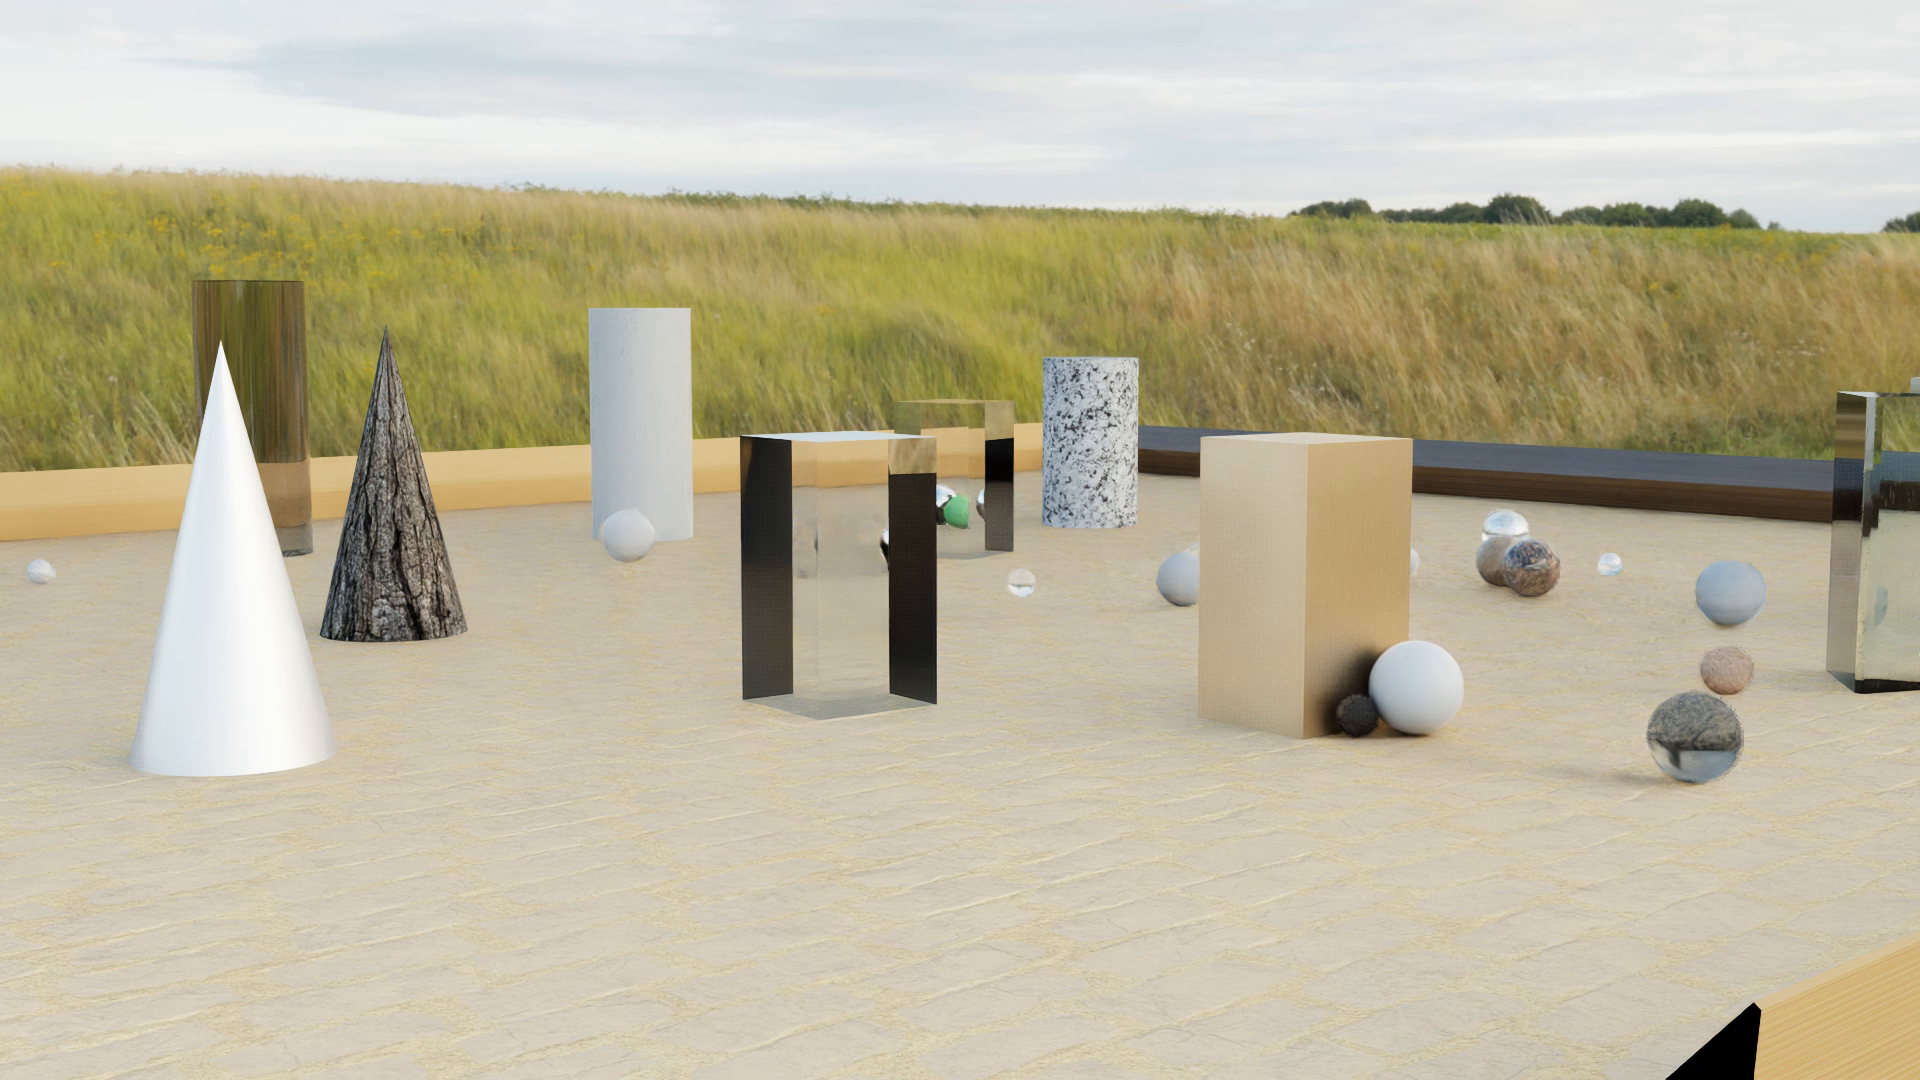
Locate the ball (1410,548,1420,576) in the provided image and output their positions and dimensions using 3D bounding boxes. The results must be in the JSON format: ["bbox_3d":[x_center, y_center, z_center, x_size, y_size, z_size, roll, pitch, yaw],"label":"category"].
[{"bbox_3d":[0.745,0.036,3.693,0.053,0.053,0.053,0,6,0],"label":"ball"}]

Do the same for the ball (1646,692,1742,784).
[{"bbox_3d":[0.695,0.187,2.082,0.086,0.086,0.086,0,6,0],"label":"ball"}]

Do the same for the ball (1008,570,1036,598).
[{"bbox_3d":[0.096,0.068,3.436,0.043,0.043,0.043,0,6,0],"label":"ball"}]

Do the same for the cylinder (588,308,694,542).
[{"bbox_3d":[-0.627,-0.230,4.329,0.200,0.450,0.200,0,6,0],"label":"cylinder"}]

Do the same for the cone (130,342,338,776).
[{"bbox_3d":[-0.729,0.010,2.190,0.200,0.415,0.200,0,6,0],"label":"cone"}]

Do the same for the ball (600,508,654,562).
[{"bbox_3d":[-0.590,-0.008,3.908,0.095,0.095,0.095,0,6,0],"label":"ball"}]

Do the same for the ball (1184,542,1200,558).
[{"bbox_3d":[0.403,0.034,3.668,0.063,0.063,0.063,0,6,0],"label":"ball"}]

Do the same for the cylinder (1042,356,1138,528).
[{"bbox_3d":[0.273,-0.207,4.606,0.200,0.348,0.200,0,6,0],"label":"cylinder"}]

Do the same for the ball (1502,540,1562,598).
[{"bbox_3d":[0.892,0.044,3.434,0.091,0.091,0.091,0,6,0],"label":"ball"}]

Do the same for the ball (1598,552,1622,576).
[{"bbox_3d":[1.095,0.041,3.704,0.040,0.040,0.040,0,6,0],"label":"ball"}]

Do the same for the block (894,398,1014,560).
[{"bbox_3d":[-0.010,-0.115,4.041,0.160,0.280,0.160,4,7,32],"label":"block"}]

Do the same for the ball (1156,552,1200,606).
[{"bbox_3d":[0.338,0.060,3.324,0.081,0.081,0.081,0,6,0],"label":"ball"}]

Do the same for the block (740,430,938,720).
[{"bbox_3d":[-0.138,0.034,2.496,0.160,0.304,0.160,-4,7,-37],"label":"block"}]

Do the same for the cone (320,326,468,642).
[{"bbox_3d":[-0.788,-0.085,3.043,0.200,0.428,0.200,0,6,0],"label":"cone"}]

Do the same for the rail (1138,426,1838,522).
[{"bbox_3d":[1.630,-0.122,4.827,0.045,0.130,3.931,-5,8,-42],"label":"rail"}]

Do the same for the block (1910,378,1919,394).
[{"bbox_3d":[1.448,-0.051,3.089,0.160,0.351,0.160,-4,7,-34],"label":"block"}]

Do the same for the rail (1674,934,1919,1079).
[{"bbox_3d":[1.317,0.181,1.912,4.482,0.130,0.045,-5,8,-42],"label":"rail"}]

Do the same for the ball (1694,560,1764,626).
[{"bbox_3d":[1.093,0.075,3.123,0.094,0.094,0.094,0,6,0],"label":"ball"}]

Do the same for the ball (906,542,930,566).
[{"bbox_3d":[-0.075,0.025,3.846,0.042,0.042,0.042,0,6,0],"label":"ball"}]

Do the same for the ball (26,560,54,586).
[{"bbox_3d":[-1.501,0.052,3.586,0.042,0.042,0.042,0,6,0],"label":"ball"}]

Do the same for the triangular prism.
[{"bbox_3d":[1.106,-0.003,2.649,0.173,0.346,0.150,-2,6,-19],"label":"triangular prism"}]

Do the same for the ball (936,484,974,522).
[{"bbox_3d":[-0.007,-0.079,4.660,0.083,0.083,0.083,0,6,0],"label":"ball"}]

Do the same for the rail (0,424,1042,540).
[{"bbox_3d":[-1.317,-0.114,4.751,4.482,0.130,0.045,-5,8,-42],"label":"rail"}]

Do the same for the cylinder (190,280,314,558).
[{"bbox_3d":[-1.297,-0.223,4.032,0.200,0.499,0.200,0,6,0],"label":"cylinder"}]

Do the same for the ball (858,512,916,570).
[{"bbox_3d":[-0.126,0.001,3.802,0.100,0.100,0.100,0,6,0],"label":"ball"}]

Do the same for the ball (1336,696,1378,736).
[{"bbox_3d":[0.416,0.185,2.308,0.044,0.044,0.044,0,6,0],"label":"ball"}]

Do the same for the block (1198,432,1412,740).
[{"bbox_3d":[0.373,0.043,2.389,0.160,0.308,0.160,-4,7,-37],"label":"block"}]

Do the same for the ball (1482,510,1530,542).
[{"bbox_3d":[0.991,-0.011,3.991,0.086,0.086,0.086,0,6,0],"label":"ball"}]

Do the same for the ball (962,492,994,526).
[{"bbox_3d":[0.038,-0.065,4.589,0.068,0.068,0.068,0,6,0],"label":"ball"}]

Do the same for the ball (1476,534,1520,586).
[{"bbox_3d":[0.880,0.033,3.565,0.085,0.085,0.085,0,6,0],"label":"ball"}]

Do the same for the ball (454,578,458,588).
[{"bbox_3d":[-0.799,0.071,3.392,0.046,0.046,0.046,0,6,0],"label":"ball"}]

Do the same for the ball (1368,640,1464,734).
[{"bbox_3d":[0.481,0.156,2.318,0.099,0.099,0.099,0,6,0],"label":"ball"}]

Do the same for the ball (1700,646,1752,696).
[{"bbox_3d":[0.891,0.152,2.557,0.057,0.057,0.057,0,6,0],"label":"ball"}]
